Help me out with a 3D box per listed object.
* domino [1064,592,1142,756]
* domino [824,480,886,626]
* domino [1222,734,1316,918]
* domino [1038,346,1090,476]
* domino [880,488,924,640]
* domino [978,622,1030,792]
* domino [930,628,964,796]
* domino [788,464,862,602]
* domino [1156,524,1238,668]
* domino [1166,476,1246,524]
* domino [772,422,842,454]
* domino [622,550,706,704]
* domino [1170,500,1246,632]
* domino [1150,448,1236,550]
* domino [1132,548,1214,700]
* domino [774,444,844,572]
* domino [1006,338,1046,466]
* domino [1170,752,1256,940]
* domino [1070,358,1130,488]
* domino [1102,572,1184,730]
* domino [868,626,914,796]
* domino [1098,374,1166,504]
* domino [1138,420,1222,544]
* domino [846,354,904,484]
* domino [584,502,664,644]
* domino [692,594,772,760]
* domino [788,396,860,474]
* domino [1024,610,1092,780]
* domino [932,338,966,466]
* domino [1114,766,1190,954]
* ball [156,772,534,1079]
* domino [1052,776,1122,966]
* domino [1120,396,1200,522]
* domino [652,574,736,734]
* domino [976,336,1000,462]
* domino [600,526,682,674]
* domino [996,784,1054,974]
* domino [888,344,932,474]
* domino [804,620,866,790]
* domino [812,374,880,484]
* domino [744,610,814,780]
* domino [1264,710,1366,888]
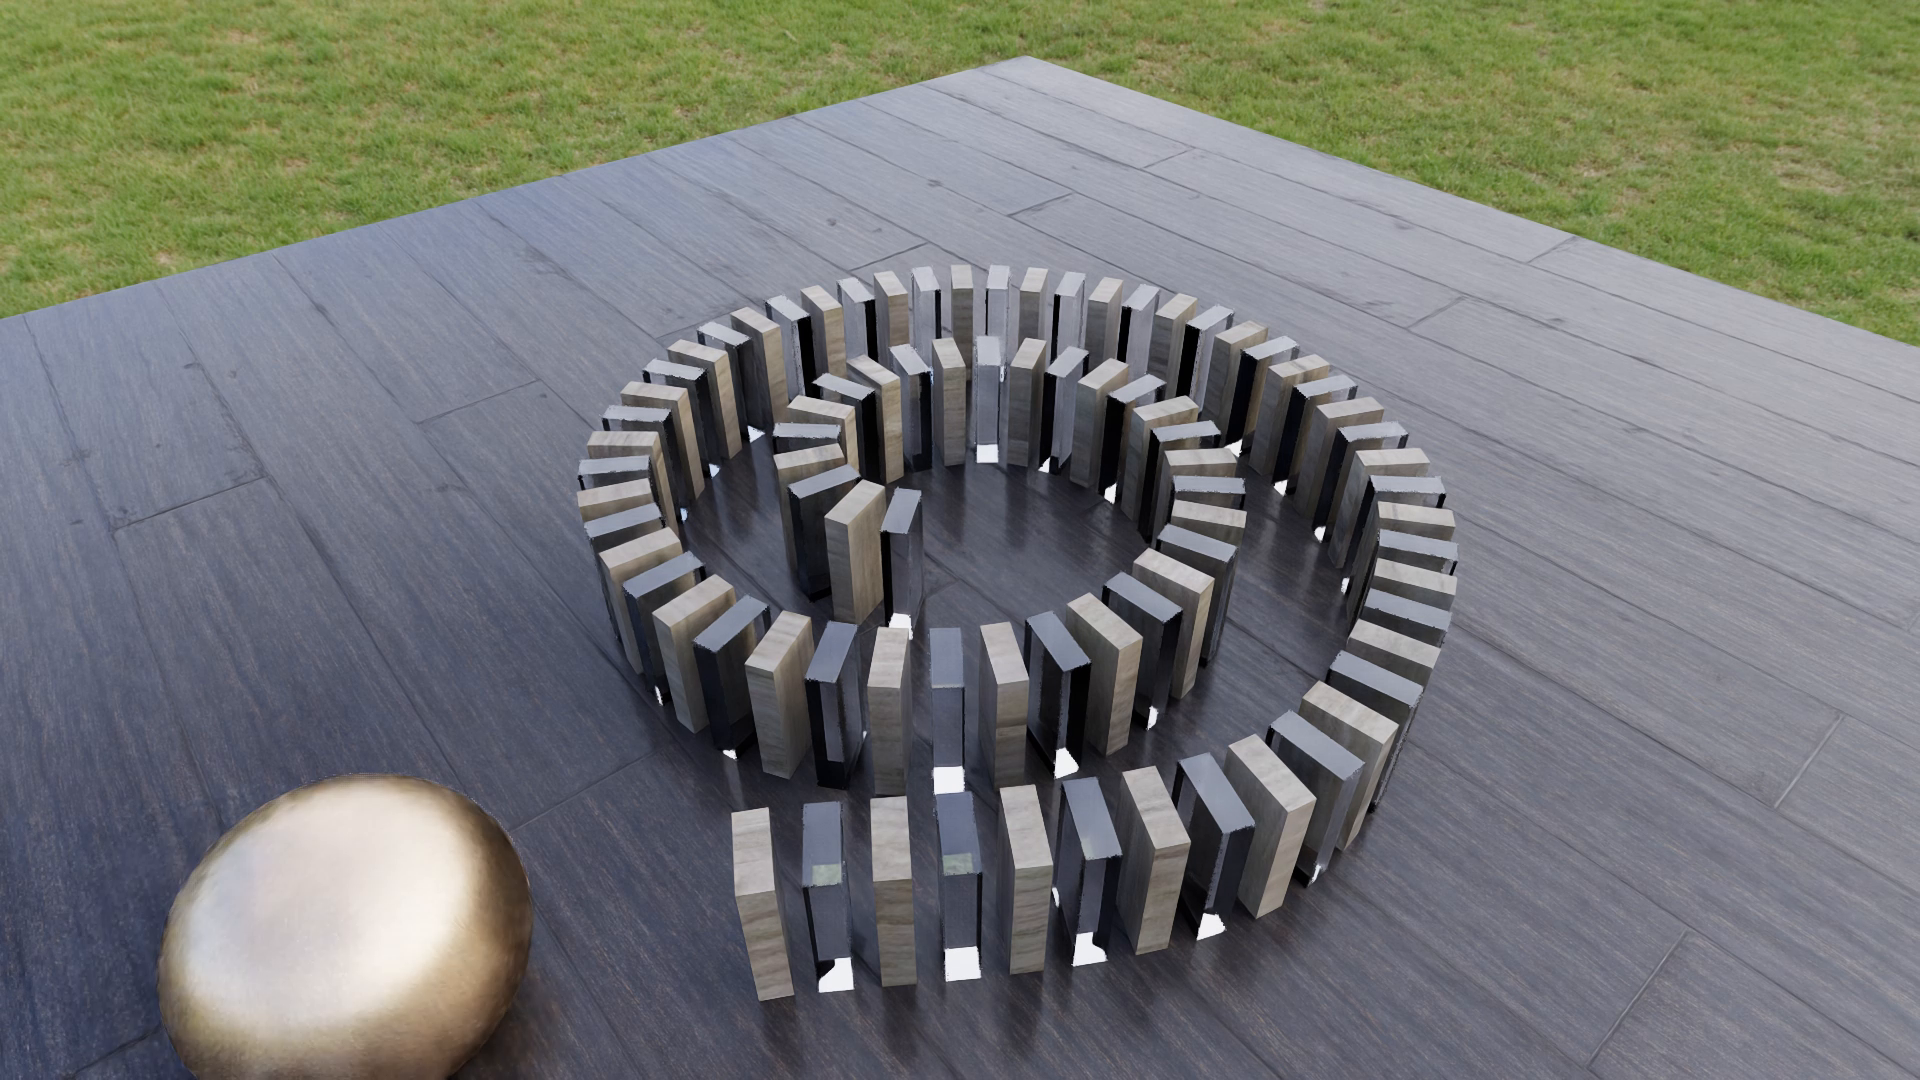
[{"bbox_3d":[0.045,0.044,0.357,0.010,0.050,0.025,-24,45,-27],"label":"domino"},{"bbox_3d":[-0.037,0.006,0.404,0.009,0.050,0.025,19,43,21],"label":"domino"},{"bbox_3d":[0.084,0.082,0.312,0.009,0.050,0.025,-18,43,-21],"label":"domino"},{"bbox_3d":[0.045,-0.056,0.480,0.010,0.050,0.025,20,43,22],"label":"domino"},{"bbox_3d":[-0.021,0.009,0.401,0.010,0.050,0.025,7,40,8],"label":"domino"},{"bbox_3d":[0.013,0.053,0.347,0.010,0.050,0.025,-7,40,-9],"label":"domino"},{"bbox_3d":[-0.004,0.054,0.345,0.010,0.050,0.025,-2,39,-2],"label":"domino"},{"bbox_3d":[-0.049,-0.002,0.414,0.025,0.050,0.009,-22,44,-25],"label":"domino"},{"bbox_3d":[0.080,0.020,0.387,0.025,0.050,0.010,20,43,23],"label":"domino"},{"bbox_3d":[0.090,-0.001,0.412,0.025,0.050,0.009,3,39,3],"label":"domino"},{"bbox_3d":[-0.059,-0.023,0.439,0.025,0.050,0.009,2,39,3],"label":"domino"},{"bbox_3d":[-0.097,0.030,0.374,0.025,0.050,0.010,-29,47,-31],"label":"domino"},{"bbox_3d":[0.087,0.010,0.399,0.025,0.050,0.009,10,40,12],"label":"domino"},{"bbox_3d":[0.090,-0.012,0.426,0.025,0.050,0.009,-3,39,-4],"label":"domino"},{"bbox_3d":[0.070,0.029,0.376,0.025,0.050,0.009,27,46,29],"label":"domino"},{"bbox_3d":[-0.057,-0.012,0.426,0.025,0.050,0.009,-12,41,-14],"label":"domino"},{"bbox_3d":[0.029,-0.060,0.485,0.010,0.050,0.025,11,41,14],"label":"domino"},{"bbox_3d":[0.068,0.086,0.307,0.010,0.050,0.025,-12,41,-14],"label":"domino"},{"bbox_3d":[0.060,-0.050,0.472,0.010,0.050,0.025,27,46,29],"label":"domino"},{"bbox_3d":[0.058,0.037,0.366,0.010,0.050,0.025,-31,48,-32],"label":"domino"},{"bbox_3d":[-0.021,0.054,0.345,0.010,0.050,0.025,3,39,3],"label":"domino"},{"bbox_3d":[0.072,-0.042,0.463,0.025,0.050,0.009,-29,47,-30],"label":"domino"},{"bbox_3d":[0.087,-0.023,0.439,0.025,0.050,0.009,-8,40,-10],"label":"domino"},{"bbox_3d":[-0.036,-0.052,0.475,0.009,0.050,0.025,-28,47,-30],"label":"domino"},{"bbox_3d":[-0.117,0.012,0.396,0.025,0.050,0.009,-19,43,-21],"label":"domino"},{"bbox_3d":[-0.071,0.045,0.357,0.009,0.050,0.025,22,44,25],"label":"domino"},{"bbox_3d":[-0.055,-0.034,0.452,0.025,0.050,0.009,13,41,15],"label":"domino"},{"bbox_3d":[0.030,0.050,0.351,0.010,0.050,0.025,-16,42,-18],"label":"domino"},{"bbox_3d":[-0.005,-0.061,0.486,0.009,0.050,0.025,-8,40,-10],"label":"domino"},{"bbox_3d":[0.051,0.089,0.303,0.010,0.050,0.025,-8,40,-10],"label":"domino"},{"bbox_3d":[-0.147,0.098,0.269,0.080,0.080,0.080,0,39,0],"label":"ball"},{"bbox_3d":[0.034,0.091,0.300,0.009,0.050,0.025,-6,40,-8],"label":"domino"},{"bbox_3d":[0.082,-0.033,0.452,0.025,0.050,0.009,-16,42,-19],"label":"domino"},{"bbox_3d":[-0.085,0.038,0.365,0.009,0.050,0.025,30,48,31],"label":"domino"},{"bbox_3d":[0.012,-0.062,0.487,0.010,0.050,0.025,0,39,0],"label":"domino"},{"bbox_3d":[-0.108,0.022,0.385,0.025,0.050,0.009,-24,45,-26],"label":"domino"},{"bbox_3d":[0.017,0.093,0.298,0.009,0.050,0.025,-5,40,-6],"label":"domino"},{"bbox_3d":[-0.022,-0.057,0.481,0.009,0.050,0.025,-15,42,-18],"label":"domino"},{"bbox_3d":[-0.039,0.053,0.347,0.009,0.050,0.025,7,40,9],"label":"domino"},{"bbox_3d":[-0.048,-0.043,0.464,0.025,0.050,0.010,22,44,24],"label":"domino"},{"bbox_3d":[-0.055,0.050,0.351,0.009,0.050,0.025,13,41,15],"label":"domino"},{"bbox_3d":[0.098,0.076,0.319,0.010,0.050,0.025,-27,47,-29],"label":"domino"}]
